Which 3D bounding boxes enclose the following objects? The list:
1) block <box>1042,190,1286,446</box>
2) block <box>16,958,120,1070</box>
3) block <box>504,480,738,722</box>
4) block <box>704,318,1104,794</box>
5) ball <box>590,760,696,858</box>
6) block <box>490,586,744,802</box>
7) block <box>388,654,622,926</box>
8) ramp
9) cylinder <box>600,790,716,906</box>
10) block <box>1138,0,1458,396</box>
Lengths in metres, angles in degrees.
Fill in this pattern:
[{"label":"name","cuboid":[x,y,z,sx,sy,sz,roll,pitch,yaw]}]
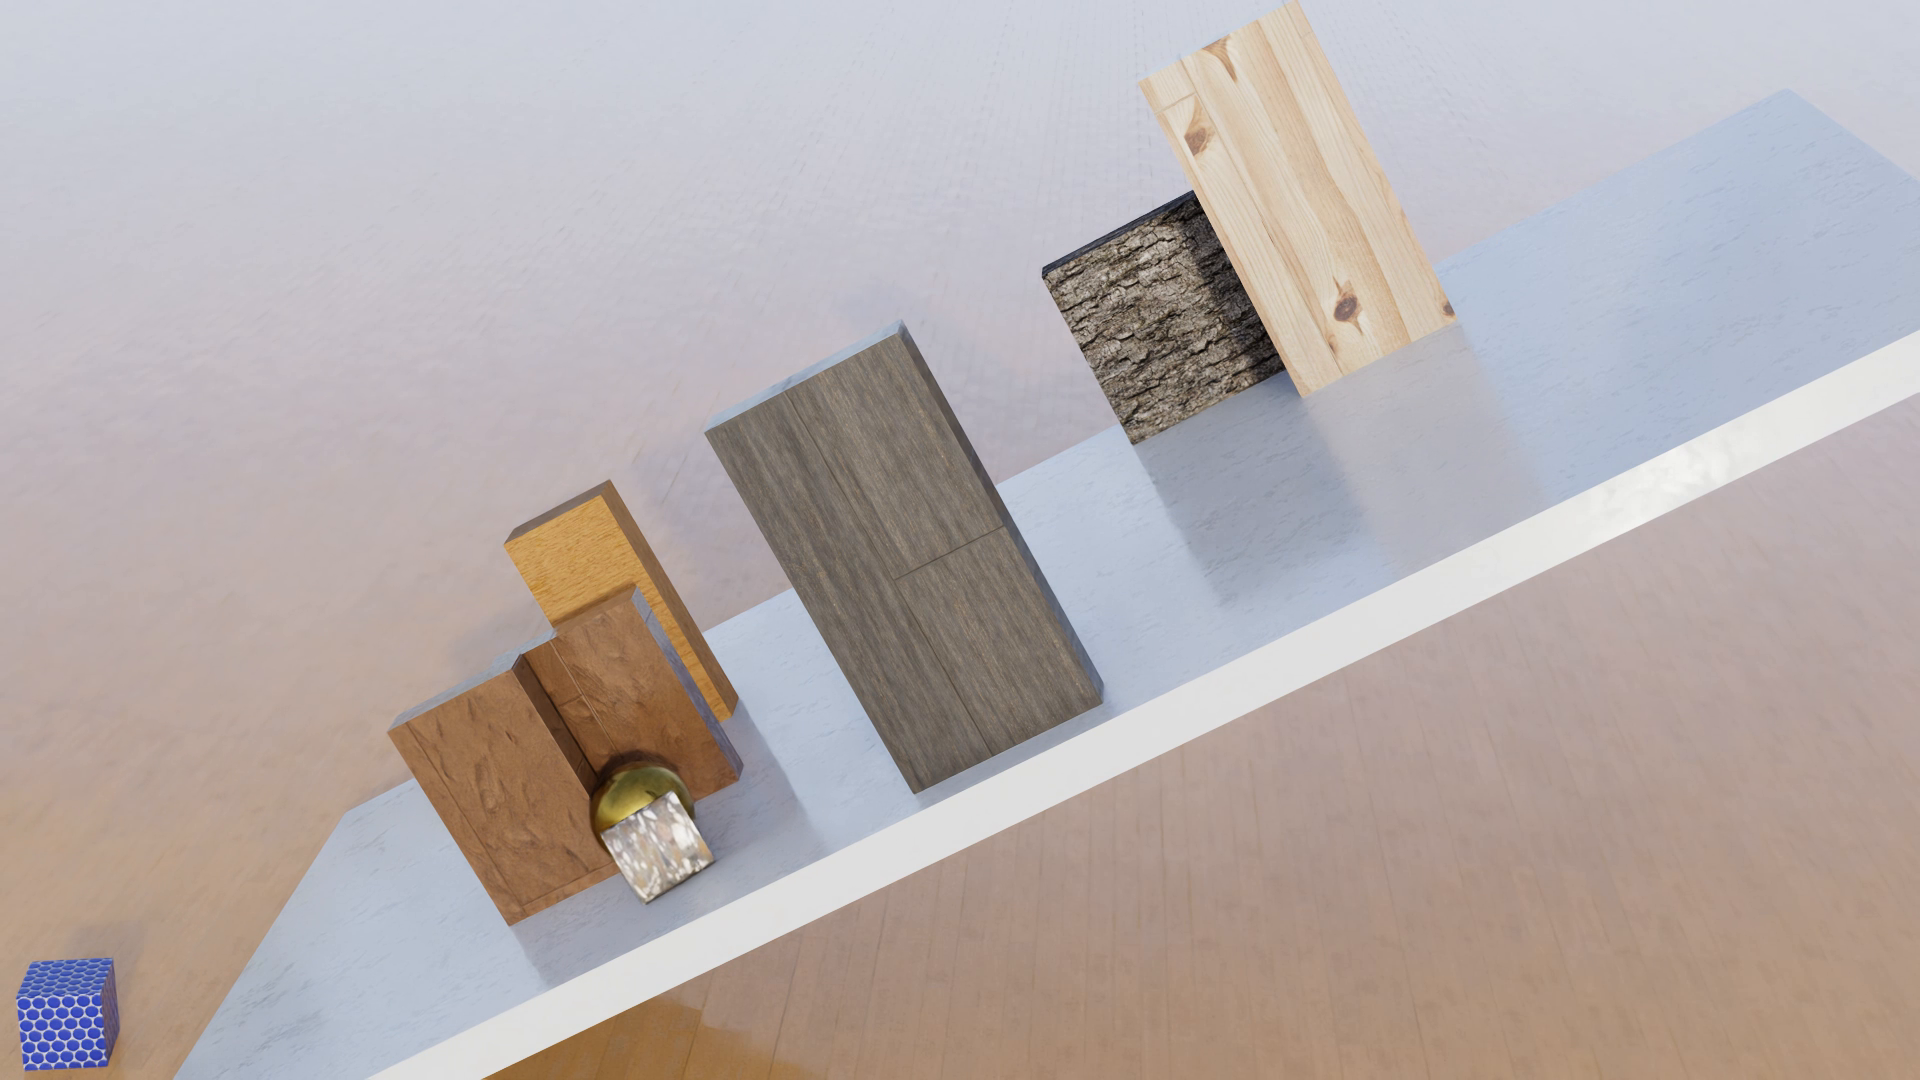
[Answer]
[{"label":"block","cuboid":[0.479,-0.520,6.870,0.409,0.459,0.104,-27,14,11]},{"label":"block","cuboid":[-1.970,1.047,6.503,0.178,0.178,0.178,-2,18,-6]},{"label":"block","cuboid":[-0.753,0.184,6.570,0.251,0.582,0.122,-27,14,11]},{"label":"block","cuboid":[-0.095,0.037,5.368,0.396,0.785,0.107,-27,14,11]},{"label":"ball","cuboid":[-0.631,0.543,5.842,0.208,0.208,0.208,0,17,0]},{"label":"block","cuboid":[-0.713,0.372,6.111,0.344,0.447,0.088,-27,14,11]},{"label":"block","cuboid":[-0.900,0.507,5.943,0.293,0.477,0.094,-27,14,11]},{"label":"ramp","cuboid":[0.141,0.167,6.282,4.000,0.100,2.000,-27,14,11]},{"label":"cylinder","cuboid":[-0.582,0.593,5.671,0.162,0.162,0.162,-31,24,-8]},{"label":"block","cuboid":[0.744,-0.753,6.470,0.383,0.795,0.097,-27,14,11]}]
